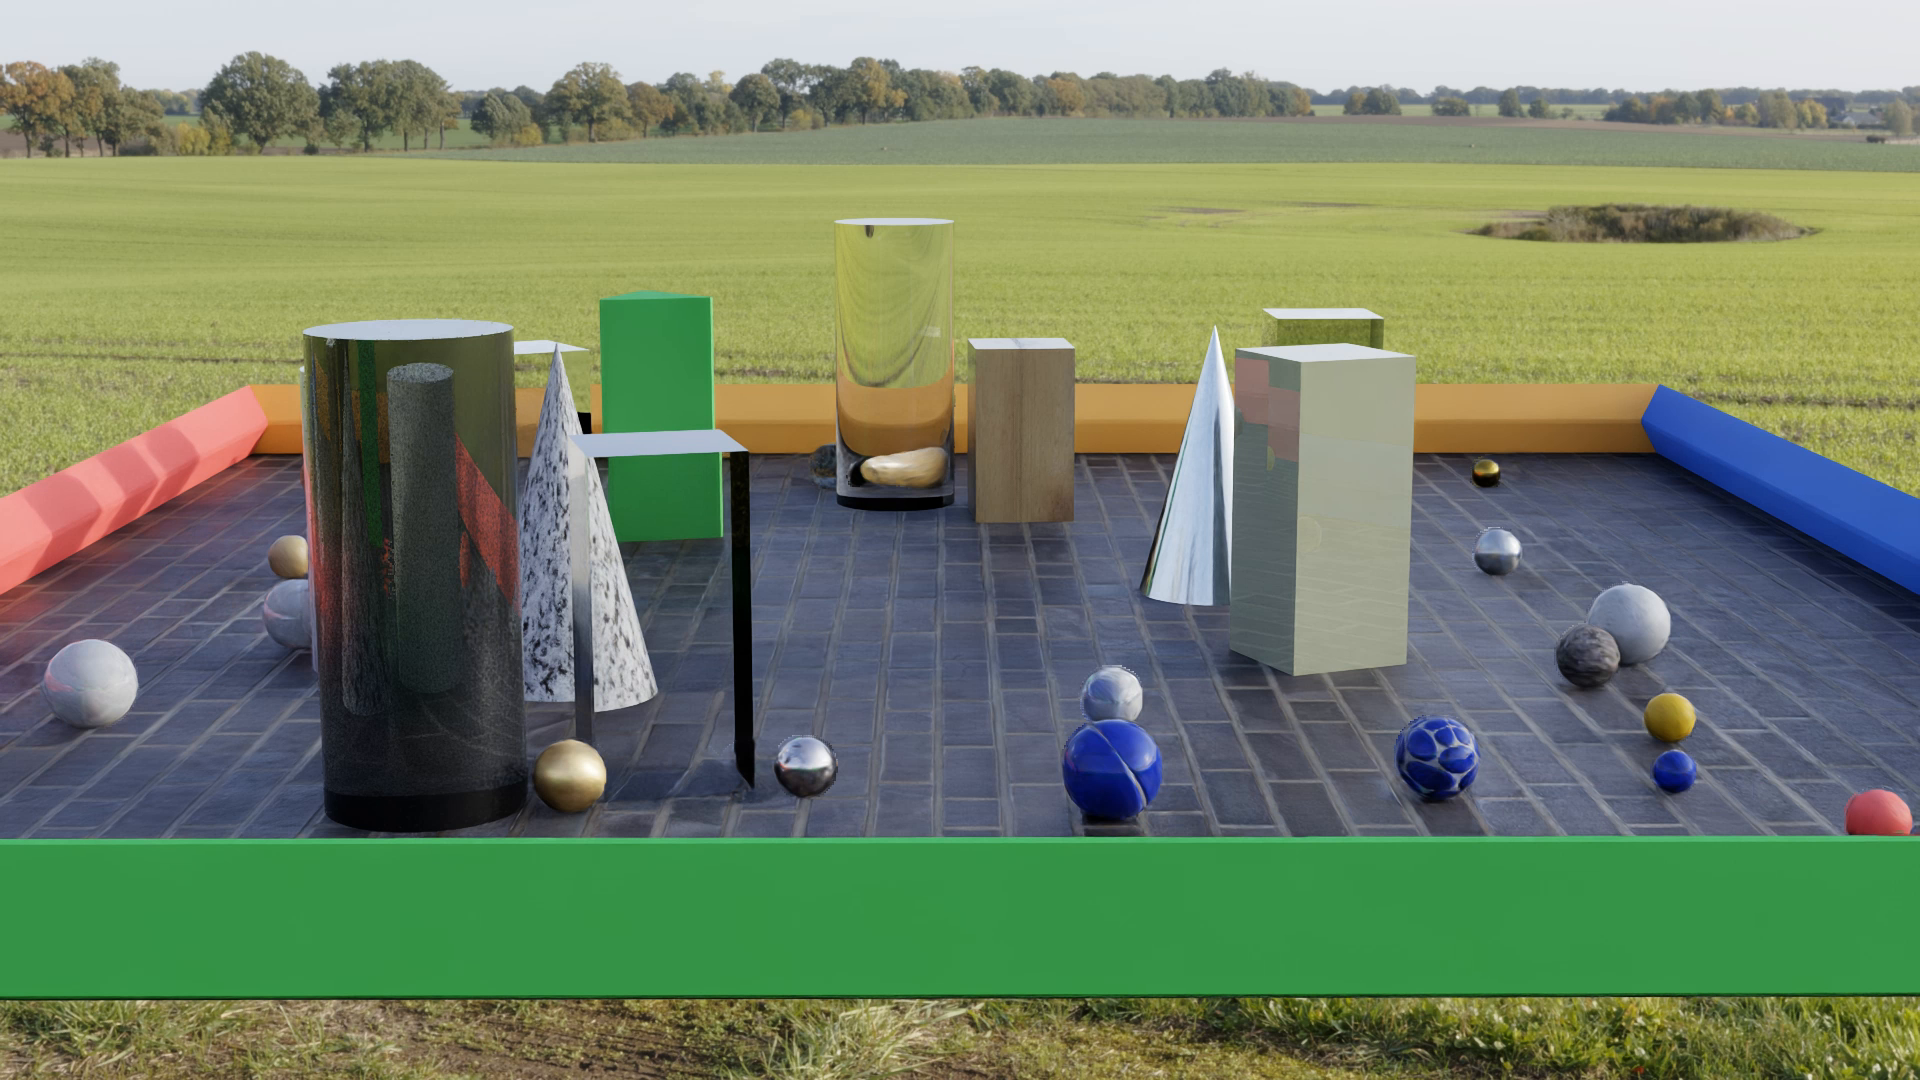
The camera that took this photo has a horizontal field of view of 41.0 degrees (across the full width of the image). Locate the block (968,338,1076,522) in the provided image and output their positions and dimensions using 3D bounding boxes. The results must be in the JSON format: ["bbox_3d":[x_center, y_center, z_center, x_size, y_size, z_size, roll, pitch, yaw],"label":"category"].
[{"bbox_3d":[0.098,-0.182,4.202,0.160,0.281,0.160,-1,11,-4],"label":"block"}]

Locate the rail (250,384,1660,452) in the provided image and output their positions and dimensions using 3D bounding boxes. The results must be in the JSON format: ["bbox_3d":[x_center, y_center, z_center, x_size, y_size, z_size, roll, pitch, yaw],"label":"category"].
[{"bbox_3d":[-0.008,-0.227,4.857,2.680,0.130,0.045,0,10,0],"label":"rail"}]

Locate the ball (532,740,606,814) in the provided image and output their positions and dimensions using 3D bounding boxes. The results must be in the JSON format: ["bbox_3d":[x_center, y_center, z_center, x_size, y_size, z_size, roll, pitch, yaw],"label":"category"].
[{"bbox_3d":[-0.385,0.233,2.532,0.072,0.072,0.072,0,10,0],"label":"ball"}]

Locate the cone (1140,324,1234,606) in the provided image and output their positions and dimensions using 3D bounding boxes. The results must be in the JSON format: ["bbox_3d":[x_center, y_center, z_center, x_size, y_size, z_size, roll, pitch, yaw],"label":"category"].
[{"bbox_3d":[0.352,-0.113,3.571,0.200,0.376,0.200,0,10,0],"label":"cone"}]

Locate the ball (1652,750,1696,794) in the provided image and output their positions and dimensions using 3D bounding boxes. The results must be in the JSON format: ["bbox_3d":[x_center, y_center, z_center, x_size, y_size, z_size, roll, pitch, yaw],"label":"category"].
[{"bbox_3d":[0.725,0.235,2.602,0.043,0.043,0.043,0,10,0],"label":"ball"}]

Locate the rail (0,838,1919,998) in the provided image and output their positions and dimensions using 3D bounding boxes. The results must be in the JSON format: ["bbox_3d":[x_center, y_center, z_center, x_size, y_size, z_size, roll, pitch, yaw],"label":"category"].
[{"bbox_3d":[0.008,0.294,2.040,2.680,0.130,0.045,0,10,0],"label":"rail"}]

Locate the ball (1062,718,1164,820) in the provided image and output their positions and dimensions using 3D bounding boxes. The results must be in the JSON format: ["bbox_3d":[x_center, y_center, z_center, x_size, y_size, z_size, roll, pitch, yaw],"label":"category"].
[{"bbox_3d":[0.149,0.224,2.507,0.099,0.099,0.099,0,10,0],"label":"ball"}]

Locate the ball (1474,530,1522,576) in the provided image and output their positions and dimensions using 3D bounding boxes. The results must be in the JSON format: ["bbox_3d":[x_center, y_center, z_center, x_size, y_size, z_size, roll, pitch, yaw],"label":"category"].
[{"bbox_3d":[0.777,0.018,3.705,0.068,0.068,0.068,0,10,0],"label":"ball"}]

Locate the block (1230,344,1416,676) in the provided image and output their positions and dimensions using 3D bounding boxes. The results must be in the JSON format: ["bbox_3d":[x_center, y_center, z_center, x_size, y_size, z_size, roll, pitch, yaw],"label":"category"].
[{"bbox_3d":[0.446,-0.042,3.170,0.160,0.381,0.160,-4,11,-23],"label":"block"}]

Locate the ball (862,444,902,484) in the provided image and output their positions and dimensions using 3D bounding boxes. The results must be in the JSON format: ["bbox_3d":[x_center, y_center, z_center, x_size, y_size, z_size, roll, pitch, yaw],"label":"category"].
[{"bbox_3d":[-0.137,-0.133,4.513,0.073,0.073,0.073,0,10,0],"label":"ball"}]

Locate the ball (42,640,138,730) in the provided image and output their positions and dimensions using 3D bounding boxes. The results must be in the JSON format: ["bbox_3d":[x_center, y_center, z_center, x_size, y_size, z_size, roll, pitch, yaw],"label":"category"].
[{"bbox_3d":[-0.966,0.160,2.851,0.100,0.100,0.100,0,10,0],"label":"ball"}]

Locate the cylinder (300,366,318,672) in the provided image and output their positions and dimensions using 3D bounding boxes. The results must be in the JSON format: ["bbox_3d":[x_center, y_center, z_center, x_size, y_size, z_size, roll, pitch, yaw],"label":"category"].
[{"bbox_3d":[-0.696,-0.029,3.136,0.200,0.368,0.200,0,10,0],"label":"cylinder"}]

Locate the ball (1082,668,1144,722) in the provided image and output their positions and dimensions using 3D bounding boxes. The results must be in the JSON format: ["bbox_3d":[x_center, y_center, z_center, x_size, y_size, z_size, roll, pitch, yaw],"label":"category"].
[{"bbox_3d":[0.169,0.176,2.850,0.069,0.069,0.069,0,10,0],"label":"ball"}]

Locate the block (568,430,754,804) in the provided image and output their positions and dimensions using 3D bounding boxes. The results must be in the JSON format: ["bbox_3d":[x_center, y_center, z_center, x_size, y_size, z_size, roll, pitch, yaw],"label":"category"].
[{"bbox_3d":[-0.308,0.074,2.631,0.160,0.350,0.160,-3,11,-15],"label":"block"}]

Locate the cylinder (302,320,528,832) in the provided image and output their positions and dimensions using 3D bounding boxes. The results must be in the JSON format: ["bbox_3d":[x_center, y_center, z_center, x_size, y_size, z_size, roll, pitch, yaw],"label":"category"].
[{"bbox_3d":[-0.533,0.030,2.523,0.200,0.475,0.200,0,10,0],"label":"cylinder"}]

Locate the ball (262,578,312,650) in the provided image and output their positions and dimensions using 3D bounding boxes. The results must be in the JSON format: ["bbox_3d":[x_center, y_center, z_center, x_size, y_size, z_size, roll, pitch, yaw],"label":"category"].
[{"bbox_3d":[-0.829,0.093,3.215,0.089,0.089,0.089,0,10,0],"label":"ball"}]

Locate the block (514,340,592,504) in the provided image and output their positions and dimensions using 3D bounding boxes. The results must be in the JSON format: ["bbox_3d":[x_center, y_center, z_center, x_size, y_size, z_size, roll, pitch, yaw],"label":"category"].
[{"bbox_3d":[-0.647,-0.123,3.773,0.160,0.321,0.160,-6,12,-31],"label":"block"}]

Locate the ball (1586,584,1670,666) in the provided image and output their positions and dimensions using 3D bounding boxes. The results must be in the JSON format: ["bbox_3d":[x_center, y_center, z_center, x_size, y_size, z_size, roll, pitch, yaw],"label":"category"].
[{"bbox_3d":[0.822,0.104,3.155,0.100,0.100,0.100,0,10,0],"label":"ball"}]

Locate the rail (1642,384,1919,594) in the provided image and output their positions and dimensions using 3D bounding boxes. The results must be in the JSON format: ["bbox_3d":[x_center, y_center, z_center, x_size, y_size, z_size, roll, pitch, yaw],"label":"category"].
[{"bbox_3d":[1.316,0.032,3.456,0.045,0.130,2.912,0,10,0],"label":"rail"}]

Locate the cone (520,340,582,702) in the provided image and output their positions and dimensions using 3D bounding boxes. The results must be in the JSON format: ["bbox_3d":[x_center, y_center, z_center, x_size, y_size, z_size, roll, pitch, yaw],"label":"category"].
[{"bbox_3d":[-0.471,-0.032,3.037,0.200,0.411,0.200,0,10,0],"label":"cone"}]

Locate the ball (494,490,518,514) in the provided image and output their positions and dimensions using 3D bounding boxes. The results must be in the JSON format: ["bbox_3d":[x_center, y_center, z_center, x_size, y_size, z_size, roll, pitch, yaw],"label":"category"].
[{"bbox_3d":[-0.746,-0.062,4.214,0.041,0.041,0.041,0,10,0],"label":"ball"}]

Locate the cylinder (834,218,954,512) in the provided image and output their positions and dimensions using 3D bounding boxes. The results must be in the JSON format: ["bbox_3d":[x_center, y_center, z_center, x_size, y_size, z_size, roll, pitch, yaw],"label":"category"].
[{"bbox_3d":[-0.109,-0.297,4.302,0.200,0.471,0.200,0,10,0],"label":"cylinder"}]

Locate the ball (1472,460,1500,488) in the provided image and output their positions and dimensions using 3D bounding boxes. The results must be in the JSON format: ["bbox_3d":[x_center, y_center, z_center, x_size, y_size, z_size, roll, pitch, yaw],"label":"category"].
[{"bbox_3d":[0.919,-0.116,4.483,0.050,0.050,0.050,0,10,0],"label":"ball"}]

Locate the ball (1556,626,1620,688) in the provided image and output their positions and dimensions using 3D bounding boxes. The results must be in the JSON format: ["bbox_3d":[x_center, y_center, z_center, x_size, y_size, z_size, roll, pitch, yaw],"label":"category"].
[{"bbox_3d":[0.745,0.138,3.043,0.073,0.073,0.073,0,10,0],"label":"ball"}]

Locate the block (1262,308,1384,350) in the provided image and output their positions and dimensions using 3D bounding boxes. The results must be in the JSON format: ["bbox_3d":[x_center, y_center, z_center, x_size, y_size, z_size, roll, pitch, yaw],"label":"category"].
[{"bbox_3d":[0.550,-0.170,3.935,0.160,0.355,0.160,0,10,-2],"label":"block"}]

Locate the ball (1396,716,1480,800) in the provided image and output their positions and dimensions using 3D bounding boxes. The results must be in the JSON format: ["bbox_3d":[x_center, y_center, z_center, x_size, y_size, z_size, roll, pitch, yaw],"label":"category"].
[{"bbox_3d":[0.480,0.219,2.579,0.083,0.083,0.083,0,10,0],"label":"ball"}]

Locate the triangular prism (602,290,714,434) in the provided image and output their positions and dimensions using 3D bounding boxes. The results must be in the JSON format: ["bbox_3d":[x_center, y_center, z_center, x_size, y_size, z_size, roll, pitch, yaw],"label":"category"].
[{"bbox_3d":[-0.489,-0.206,4.089,0.173,0.370,0.150,-3,11,-14],"label":"triangular prism"}]

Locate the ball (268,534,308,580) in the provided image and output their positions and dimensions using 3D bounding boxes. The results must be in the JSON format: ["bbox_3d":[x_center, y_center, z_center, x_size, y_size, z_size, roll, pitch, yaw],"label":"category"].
[{"bbox_3d":[-0.961,0.024,3.684,0.064,0.064,0.064,0,10,0],"label":"ball"}]

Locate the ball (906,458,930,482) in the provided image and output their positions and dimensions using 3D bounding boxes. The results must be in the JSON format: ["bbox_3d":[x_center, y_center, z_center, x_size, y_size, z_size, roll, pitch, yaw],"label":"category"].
[{"bbox_3d":[-0.075,-0.124,4.546,0.042,0.042,0.042,0,10,0],"label":"ball"}]

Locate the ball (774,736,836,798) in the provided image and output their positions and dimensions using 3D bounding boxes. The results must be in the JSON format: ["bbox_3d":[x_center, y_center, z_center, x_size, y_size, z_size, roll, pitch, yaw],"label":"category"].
[{"bbox_3d":[-0.156,0.229,2.587,0.062,0.062,0.062,0,10,0],"label":"ball"}]

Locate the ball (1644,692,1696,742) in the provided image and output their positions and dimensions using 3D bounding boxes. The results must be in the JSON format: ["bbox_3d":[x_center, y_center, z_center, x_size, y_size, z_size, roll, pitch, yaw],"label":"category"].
[{"bbox_3d":[0.773,0.193,2.795,0.055,0.055,0.055,0,10,0],"label":"ball"}]

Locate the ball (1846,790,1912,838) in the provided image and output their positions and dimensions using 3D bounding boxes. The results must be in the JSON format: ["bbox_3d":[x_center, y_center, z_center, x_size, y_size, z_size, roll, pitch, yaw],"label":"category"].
[{"bbox_3d":[0.861,0.263,2.404,0.059,0.059,0.059,0,10,0],"label":"ball"}]

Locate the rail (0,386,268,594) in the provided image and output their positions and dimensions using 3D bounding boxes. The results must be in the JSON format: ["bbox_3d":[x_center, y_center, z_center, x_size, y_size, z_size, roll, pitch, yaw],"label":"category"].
[{"bbox_3d":[-1.316,0.035,3.441,0.045,0.130,2.912,0,10,0],"label":"rail"}]

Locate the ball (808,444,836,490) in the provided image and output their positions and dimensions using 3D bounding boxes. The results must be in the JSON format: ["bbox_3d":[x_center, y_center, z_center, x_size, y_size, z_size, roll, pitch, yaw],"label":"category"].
[{"bbox_3d":[-0.223,-0.128,4.462,0.080,0.080,0.080,0,10,0],"label":"ball"}]
